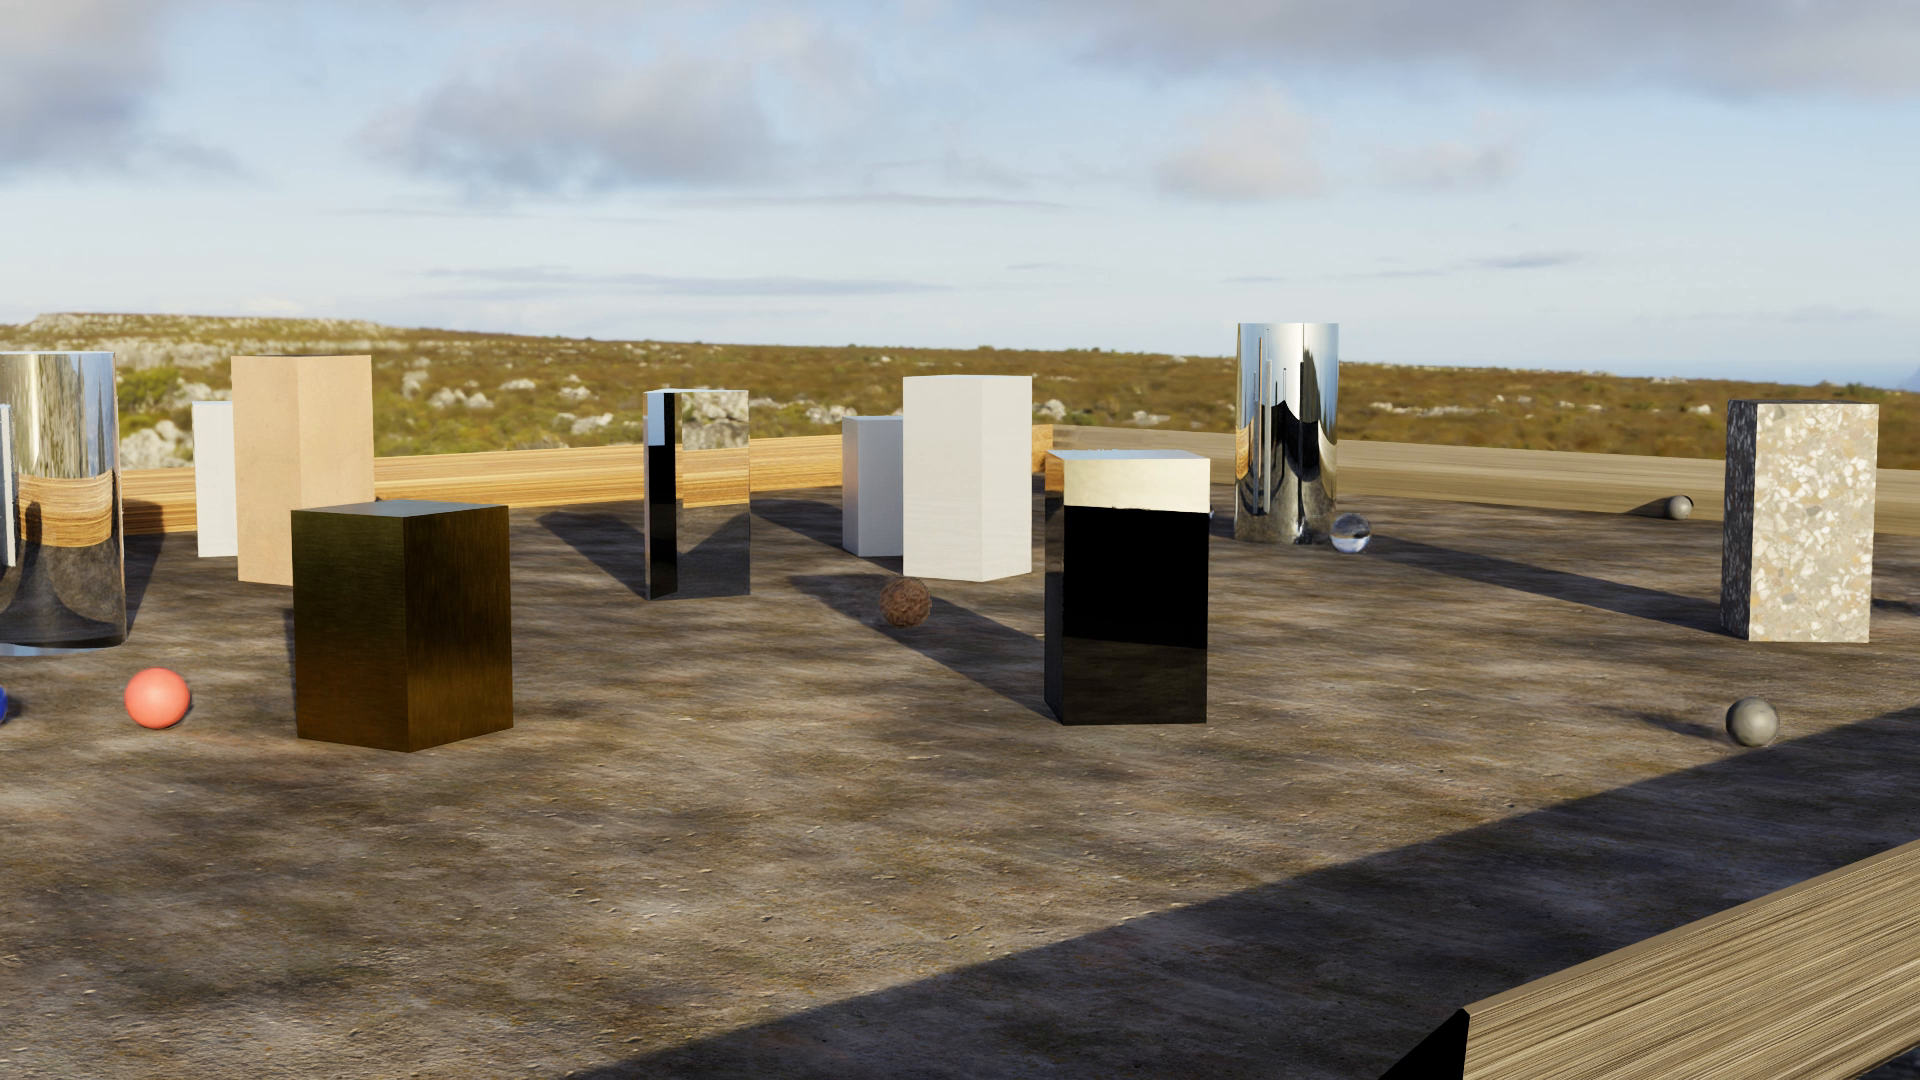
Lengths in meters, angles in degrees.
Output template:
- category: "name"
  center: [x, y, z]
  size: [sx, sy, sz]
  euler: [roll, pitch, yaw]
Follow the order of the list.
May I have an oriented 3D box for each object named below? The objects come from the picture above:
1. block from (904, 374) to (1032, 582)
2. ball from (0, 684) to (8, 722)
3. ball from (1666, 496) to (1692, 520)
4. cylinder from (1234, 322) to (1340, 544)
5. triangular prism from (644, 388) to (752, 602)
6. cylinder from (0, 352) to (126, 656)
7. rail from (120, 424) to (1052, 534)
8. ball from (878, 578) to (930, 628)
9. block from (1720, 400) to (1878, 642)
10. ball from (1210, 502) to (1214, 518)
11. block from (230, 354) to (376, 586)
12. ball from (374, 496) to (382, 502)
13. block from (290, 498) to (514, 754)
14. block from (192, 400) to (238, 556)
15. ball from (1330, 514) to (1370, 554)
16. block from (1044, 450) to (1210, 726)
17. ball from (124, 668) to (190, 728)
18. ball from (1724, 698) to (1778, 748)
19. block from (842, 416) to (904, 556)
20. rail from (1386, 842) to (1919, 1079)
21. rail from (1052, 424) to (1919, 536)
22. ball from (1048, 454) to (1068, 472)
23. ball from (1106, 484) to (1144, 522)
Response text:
- category: "block"
  center: [0.013, -0.108, 3.702]
  size: [0.156, 0.333, 0.156]
  euler: [4, 7, 33]
- category: "ball"
  center: [-1.037, 0.173, 2.319]
  size: [0.061, 0.061, 0.061]
  euler: [0, 6, 0]
- category: "ball"
  center: [1.524, -0.068, 4.664]
  size: [0.053, 0.053, 0.053]
  euler: [0, 6, 0]
- category: "cylinder"
  center: [0.631, -0.209, 4.252]
  size: [0.195, 0.419, 0.195]
  euler: [0, 6, 0]
- category: "triangular prism"
  center: [-0.435, -0.076, 3.457]
  size: [0.169, 0.319, 0.146]
  euler: [-3, 7, -26]
- category: "cylinder"
  center: [-1.216, -0.054, 2.915]
  size: [0.195, 0.388, 0.195]
  euler: [0, 6, 0]
- category: "rail"
  center: [-1.256, -0.109, 4.686]
  size: [4.160, 0.127, 0.045]
  euler: [-5, 8, -42]
- category: "ball"
  center: [-0.079, 0.088, 3.085]
  size: [0.071, 0.071, 0.071]
  euler: [0, 6, 0]
- category: "block"
  center: [1.149, -0.030, 3.020]
  size: [0.156, 0.319, 0.156]
  euler: [1, 6, 5]
- category: "ball"
  center: [0.502, -0.063, 4.598]
  size: [0.056, 0.056, 0.056]
  euler: [0, 6, 0]
- category: "block"
  center: [-1.083, -0.119, 3.634]
  size: [0.156, 0.369, 0.156]
  euler: [4, 7, 32]
- category: "ball"
  center: [-1.243, -0.067, 4.659]
  size: [0.052, 0.052, 0.052]
  euler: [0, 6, 0]
- category: "block"
  center: [-0.584, 0.085, 2.309]
  size: [0.156, 0.239, 0.156]
  euler: [3, 7, 30]
- category: "block"
  center: [-1.330, -0.116, 4.059]
  size: [0.156, 0.274, 0.156]
  euler: [-2, 6, -20]
- category: "ball"
  center: [0.713, -0.010, 4.017]
  size: [0.073, 0.073, 0.073]
  euler: [0, 6, 0]
- category: "block"
  center: [0.181, 0.048, 2.430]
  size: [0.156, 0.286, 0.156]
  euler: [-1, 6, -5]
- category: "ball"
  center: [-0.855, 0.169, 2.343]
  size: [0.065, 0.065, 0.065]
  euler: [0, 6, 0]
- category: "ball"
  center: [0.808, 0.186, 2.245]
  size: [0.051, 0.051, 0.051]
  euler: [0, 6, 0]
- category: "block"
  center: [-0.126, -0.102, 4.060]
  size: [0.156, 0.247, 0.156]
  euler: [-1, 6, -14]
- category: "rail"
  center: [1.256, 0.175, 1.978]
  size: [4.160, 0.127, 0.045]
  euler: [-5, 8, -42]
- category: "rail"
  center: [1.511, -0.112, 4.719]
  size: [0.045, 0.127, 3.752]
  euler: [-5, 8, -42]
- category: "ball"
  center: [0.267, -0.211, 6.015]
  size: [0.055, 0.055, 0.055]
  euler: [0, 6, 0]
- category: "ball"
  center: [0.347, -0.077, 4.618]
  size: [0.081, 0.081, 0.081]
  euler: [0, 6, 0]
